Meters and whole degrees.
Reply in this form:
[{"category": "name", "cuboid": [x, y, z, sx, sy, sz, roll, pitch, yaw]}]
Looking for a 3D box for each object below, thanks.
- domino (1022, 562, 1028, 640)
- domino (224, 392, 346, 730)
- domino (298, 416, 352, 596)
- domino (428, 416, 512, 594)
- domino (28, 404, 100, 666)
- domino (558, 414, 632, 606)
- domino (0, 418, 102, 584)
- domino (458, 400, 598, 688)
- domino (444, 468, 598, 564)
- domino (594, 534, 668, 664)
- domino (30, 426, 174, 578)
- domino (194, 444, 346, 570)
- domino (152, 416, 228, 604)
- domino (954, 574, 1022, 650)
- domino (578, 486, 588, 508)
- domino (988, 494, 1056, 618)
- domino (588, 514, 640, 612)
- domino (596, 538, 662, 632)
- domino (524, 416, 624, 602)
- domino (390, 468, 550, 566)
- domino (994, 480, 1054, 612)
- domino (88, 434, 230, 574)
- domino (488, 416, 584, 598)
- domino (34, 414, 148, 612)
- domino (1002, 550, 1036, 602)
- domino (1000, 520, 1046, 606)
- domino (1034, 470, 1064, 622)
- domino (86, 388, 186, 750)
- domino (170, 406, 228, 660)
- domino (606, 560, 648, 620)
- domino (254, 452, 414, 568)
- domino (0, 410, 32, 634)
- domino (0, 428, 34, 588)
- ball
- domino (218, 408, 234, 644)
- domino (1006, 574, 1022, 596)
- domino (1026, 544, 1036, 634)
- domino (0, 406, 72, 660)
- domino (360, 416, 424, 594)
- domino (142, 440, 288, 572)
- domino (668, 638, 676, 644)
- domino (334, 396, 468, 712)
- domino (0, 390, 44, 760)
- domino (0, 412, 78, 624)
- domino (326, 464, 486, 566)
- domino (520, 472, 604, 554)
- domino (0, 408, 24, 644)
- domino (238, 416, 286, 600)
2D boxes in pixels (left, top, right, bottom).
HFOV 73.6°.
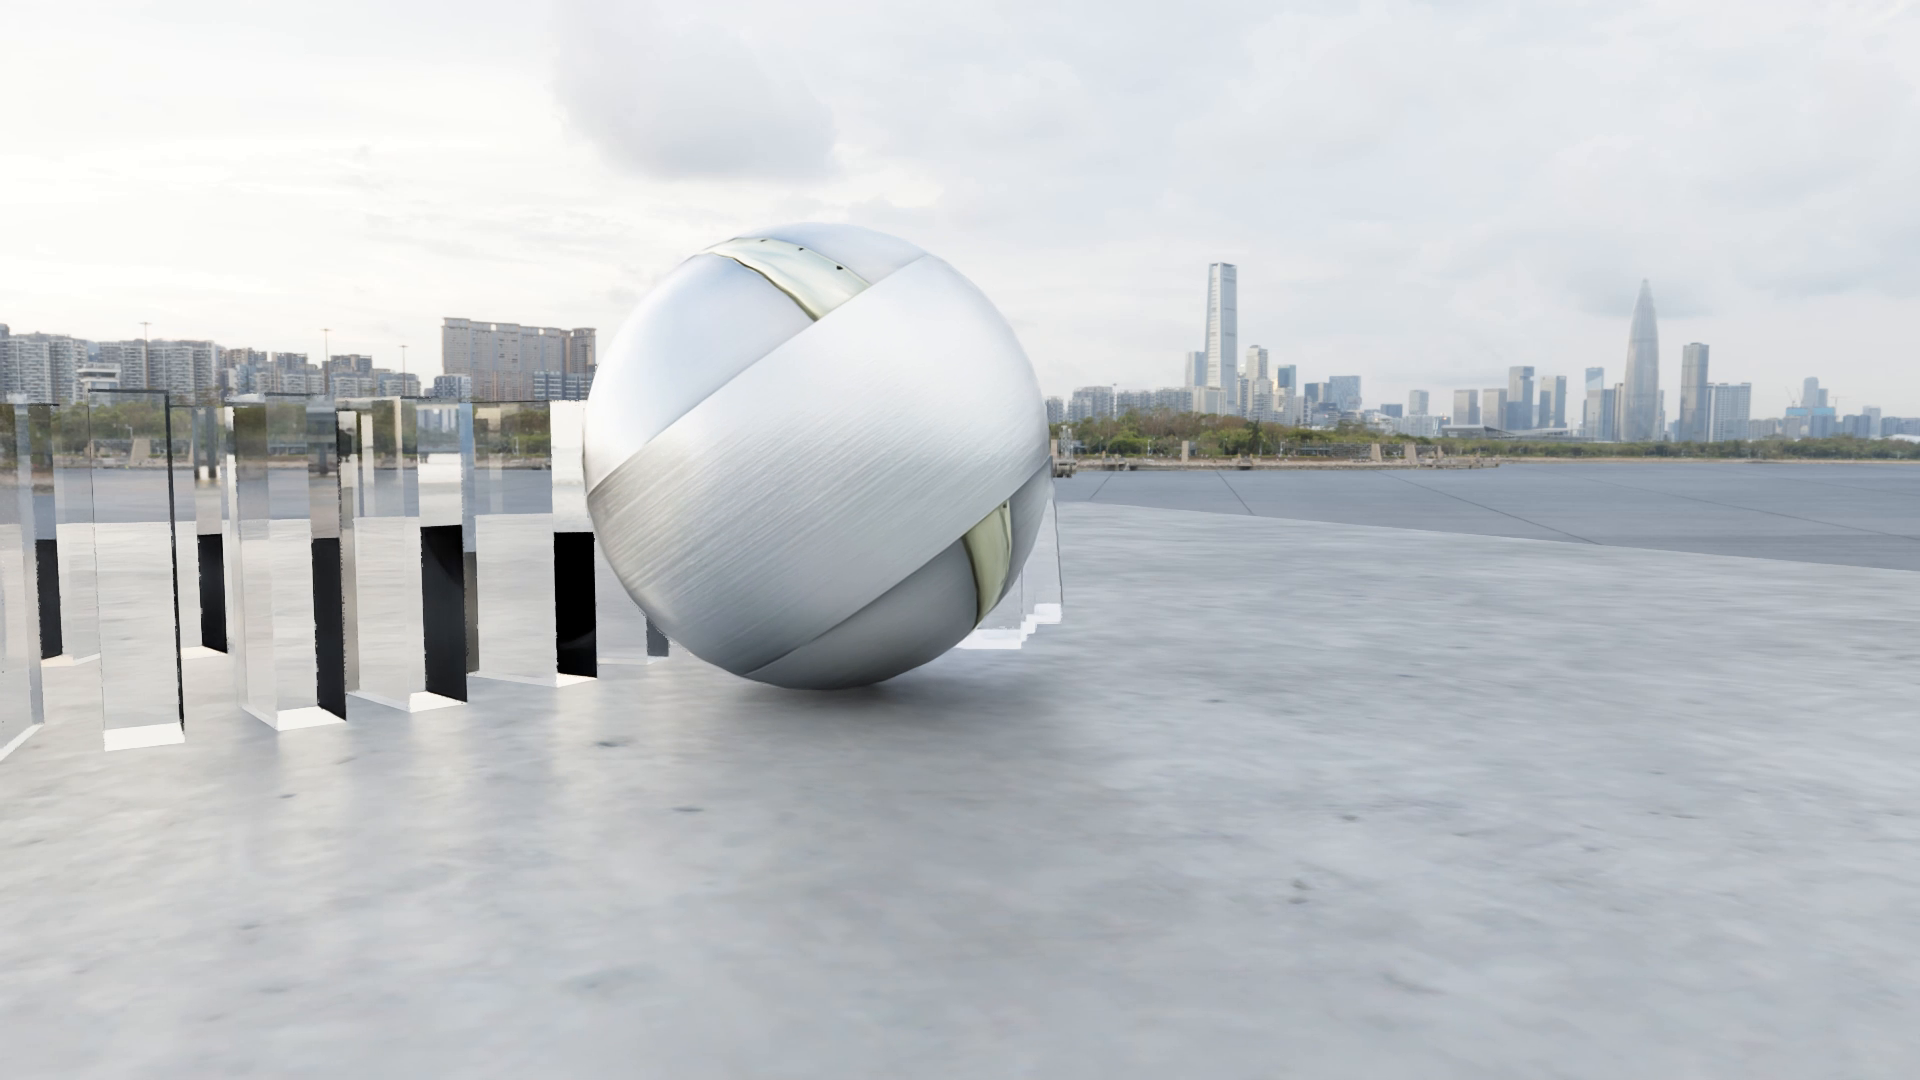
[{"category": "domino", "cuboid": [0.003, -0.002, 0.286, 0.025, 0.050, 0.010, 0, -29, 4]}, {"category": "domino", "cuboid": [-0.106, 0.002, 0.201, 0.009, 0.050, 0.025, -4, 6, -41]}, {"category": "domino", "cuboid": [-0.182, -0.010, 0.369, 0.010, 0.050, 0.025, -2, 5, -20]}, {"category": "domino", "cuboid": [-0.142, -0.010, 0.373, 0.009, 0.050, 0.025, 1, 4, 11]}, {"category": "domino", "cuboid": [-0.176, -0.002, 0.256, 0.009, 0.050, 0.025, -1, 4, -7]}, {"category": "domino", "cuboid": [-0.094, -0.008, 0.347, 0.009, 0.050, 0.025, 4, 6, 43]}, {"category": "domino", "cuboid": [-0.284, -0.012, 0.394, 0.025, 0.050, 0.009, 3, 24, 36]}, {"category": "domino", "cuboid": [-0.079, 0.000, 0.233, 0.025, 0.050, 0.009, 2, 5, 30]}, {"category": "domino", "cuboid": [-0.156, -0.009, 0.460, 0.050, 0.009, 0.025, 31, 4, 0]}, {"category": "domino", "cuboid": [-0.071, -0.001, 0.253, 0.025, 0.050, 0.009, 1, 4, 13]}, {"category": "domino", "cuboid": [-0.274, -0.012, 0.410, 0.025, 0.050, 0.010, 5, 37, 48]}, {"category": "domino", "cuboid": [-0.235, -0.012, 0.439, 0.010, 0.050, 0.025, -47, 17, -10]}, {"category": "domino", "cuboid": [-0.211, -0.009, 0.352, 0.025, 0.050, 0.010, 4, 6, 43]}, {"category": "domino", "cuboid": [0.001, -0.002, 0.275, 0.025, 0.050, 0.009, 0, -29, 4]}, {"category": "domino", "cuboid": [-0.108, -0.007, 0.454, 0.050, 0.010, 0.025, 31, 17, 22]}, {"category": "domino", "cuboid": [0.010, -0.005, 0.321, 0.025, 0.050, 0.009, -1, -29, 0]}, {"category": "domino", "cuboid": [-0.083, -0.008, 0.334, 0.025, 0.050, 0.010, -3, 5, -35]}, {"category": "domino", "cuboid": [-0.070, -0.005, 0.294, 0.025, 0.050, 0.010, -1, 4, -7]}, {"category": "domino", "cuboid": [-0.107, -0.009, 0.357, 0.009, 0.050, 0.025, 3, 5, 35]}, {"category": "domino", "cuboid": [-0.174, -0.009, 0.459, 0.050, 0.009, 0.025, 31, 4, -2]}, {"category": "domino", "cuboid": [0.011, -0.006, 0.332, 0.025, 0.050, 0.009, 0, -29, 1]}, {"category": "domino", "cuboid": [-0.263, -0.012, 0.422, 0.009, 0.050, 0.025, -42, 23, -22]}, {"category": "domino", "cuboid": [-0.120, -0.010, 0.365, 0.009, 0.050, 0.025, 2, 5, 28]}, {"category": "domino", "cuboid": [-0.224, -0.007, 0.331, 0.025, 0.050, 0.010, 2, 5, 21]}, {"category": "domino", "cuboid": [0.008, -0.007, 0.355, 0.025, 0.050, 0.010, 0, -31, 0]}, {"category": "domino", "cuboid": [0.010, -0.007, 0.343, 0.025, 0.050, 0.009, 0, -30, 1]}, {"category": "domino", "cuboid": [0.010, -0.005, 0.309, 0.025, 0.050, 0.010, -2, -29, 0]}, {"category": "domino", "cuboid": [-0.122, 0.003, 0.189, 0.009, 0.050, 0.025, -3, 5, -34]}, {"category": "domino", "cuboid": [-0.160, -0.002, 0.262, 0.025, 0.050, 0.010, 4, 6, 42]}, {"category": "domino", "cuboid": [-0.074, -0.006, 0.315, 0.025, 0.050, 0.009, -1, 4, -17]}, {"category": "domino", "cuboid": [-0.217, -0.011, 0.448, 0.050, 0.009, 0.025, 40, -5, -12]}, {"category": "domino", "cuboid": [-0.226, -0.004, 0.288, 0.025, 0.050, 0.010, -2, 5, -23]}, {"category": "domino", "cuboid": [-0.292, -0.011, 0.381, 0.025, 0.050, 0.010, 3, 13, 32]}, {"category": "ball", "cuboid": [-0.024, -0.014, 0.223, 0.080, 0.080, 0.080, 0, 4, 0]}, {"category": "domino", "cuboid": [-0.152, -0.003, 0.276, 0.025, 0.050, 0.009, 2, 5, 27]}, {"category": "domino", "cuboid": [0.006, -0.007, 0.371, 0.025, 0.010, 0.050, 3, 49, 1]}, {"category": "domino", "cuboid": [0.005, -0.003, 0.298, 0.025, 0.050, 0.009, 0, -29, 4]}, {"category": "domino", "cuboid": [-0.194, -0.002, 0.256, 0.009, 0.050, 0.025, 1, 4, 12]}, {"category": "domino", "cuboid": [-0.165, -0.010, 0.373, 0.009, 0.050, 0.025, -1, 4, -9]}, {"category": "domino", "cuboid": [-0.249, -0.012, 0.431, 0.009, 0.050, 0.025, -46, 21, -16]}, {"category": "domino", "cuboid": [-0.069, -0.003, 0.275, 0.025, 0.050, 0.009, 0, 4, 1]}, {"category": "domino", "cuboid": [-0.093, 0.002, 0.214, 0.025, 0.050, 0.010, 4, 6, 42]}, {"category": "domino", "cuboid": [-0.138, 0.004, 0.180, 0.009, 0.050, 0.025, -2, 5, -24]}, {"category": "domino", "cuboid": [-0.229, -0.006, 0.309, 0.025, 0.050, 0.010, 0, 4, 6]}, {"category": "domino", "cuboid": [-0.195, -0.009, 0.455, 0.050, 0.009, 0.025, 33, 0, -8]}, {"category": "domino", "cuboid": [-0.130, -0.008, 0.462, 0.050, 0.010, 0.025, 31, 15, 17]}, {"category": "domino", "cuboid": [-0.213, -0.003, 0.269, 0.025, 0.050, 0.009, -4, 6, -42]}, {"category": "domino", "cuboid": [-0.197, -0.010, 0.362, 0.009, 0.050, 0.025, -2, 5, -29]}]
